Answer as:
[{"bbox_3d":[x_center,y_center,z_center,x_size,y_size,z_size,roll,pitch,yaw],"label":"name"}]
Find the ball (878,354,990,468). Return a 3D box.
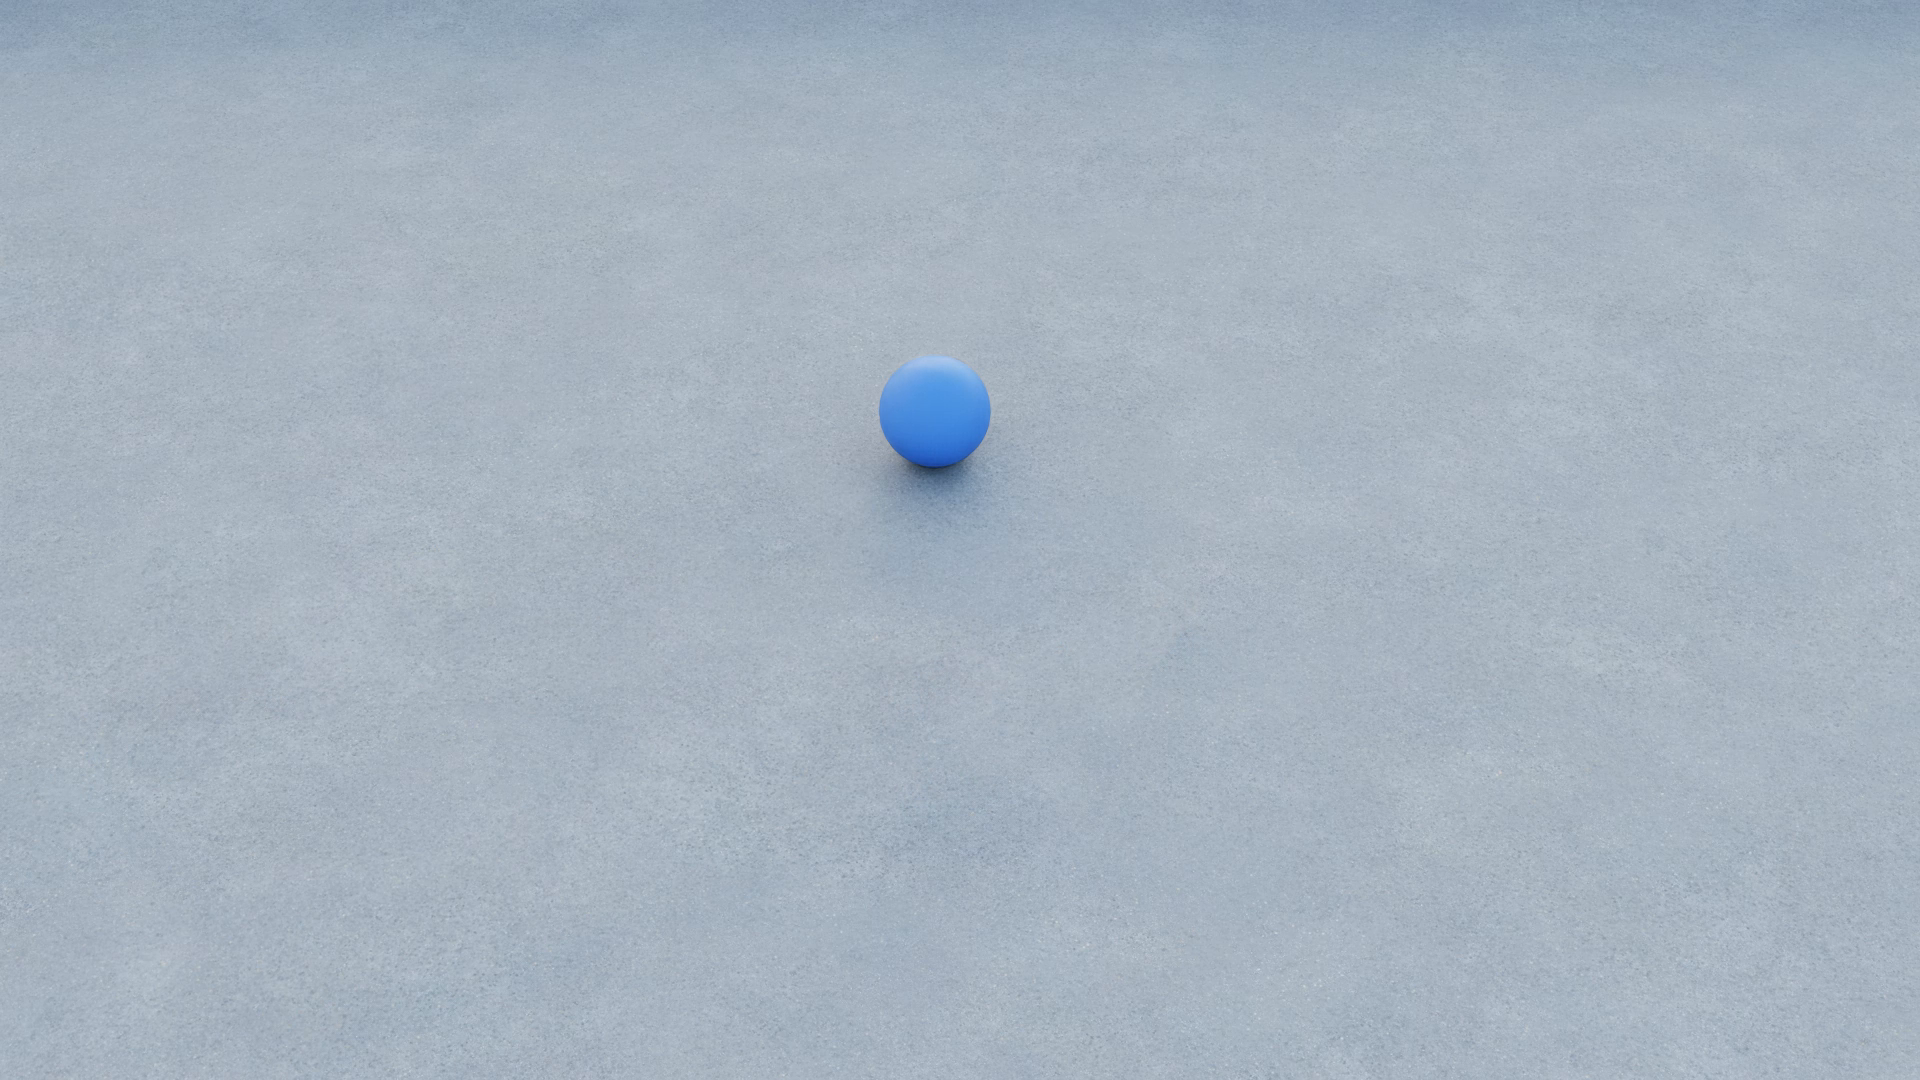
[{"bbox_3d":[-0.017,-0.086,1.710,0.075,0.075,0.075,0,36,0],"label":"ball"}]
